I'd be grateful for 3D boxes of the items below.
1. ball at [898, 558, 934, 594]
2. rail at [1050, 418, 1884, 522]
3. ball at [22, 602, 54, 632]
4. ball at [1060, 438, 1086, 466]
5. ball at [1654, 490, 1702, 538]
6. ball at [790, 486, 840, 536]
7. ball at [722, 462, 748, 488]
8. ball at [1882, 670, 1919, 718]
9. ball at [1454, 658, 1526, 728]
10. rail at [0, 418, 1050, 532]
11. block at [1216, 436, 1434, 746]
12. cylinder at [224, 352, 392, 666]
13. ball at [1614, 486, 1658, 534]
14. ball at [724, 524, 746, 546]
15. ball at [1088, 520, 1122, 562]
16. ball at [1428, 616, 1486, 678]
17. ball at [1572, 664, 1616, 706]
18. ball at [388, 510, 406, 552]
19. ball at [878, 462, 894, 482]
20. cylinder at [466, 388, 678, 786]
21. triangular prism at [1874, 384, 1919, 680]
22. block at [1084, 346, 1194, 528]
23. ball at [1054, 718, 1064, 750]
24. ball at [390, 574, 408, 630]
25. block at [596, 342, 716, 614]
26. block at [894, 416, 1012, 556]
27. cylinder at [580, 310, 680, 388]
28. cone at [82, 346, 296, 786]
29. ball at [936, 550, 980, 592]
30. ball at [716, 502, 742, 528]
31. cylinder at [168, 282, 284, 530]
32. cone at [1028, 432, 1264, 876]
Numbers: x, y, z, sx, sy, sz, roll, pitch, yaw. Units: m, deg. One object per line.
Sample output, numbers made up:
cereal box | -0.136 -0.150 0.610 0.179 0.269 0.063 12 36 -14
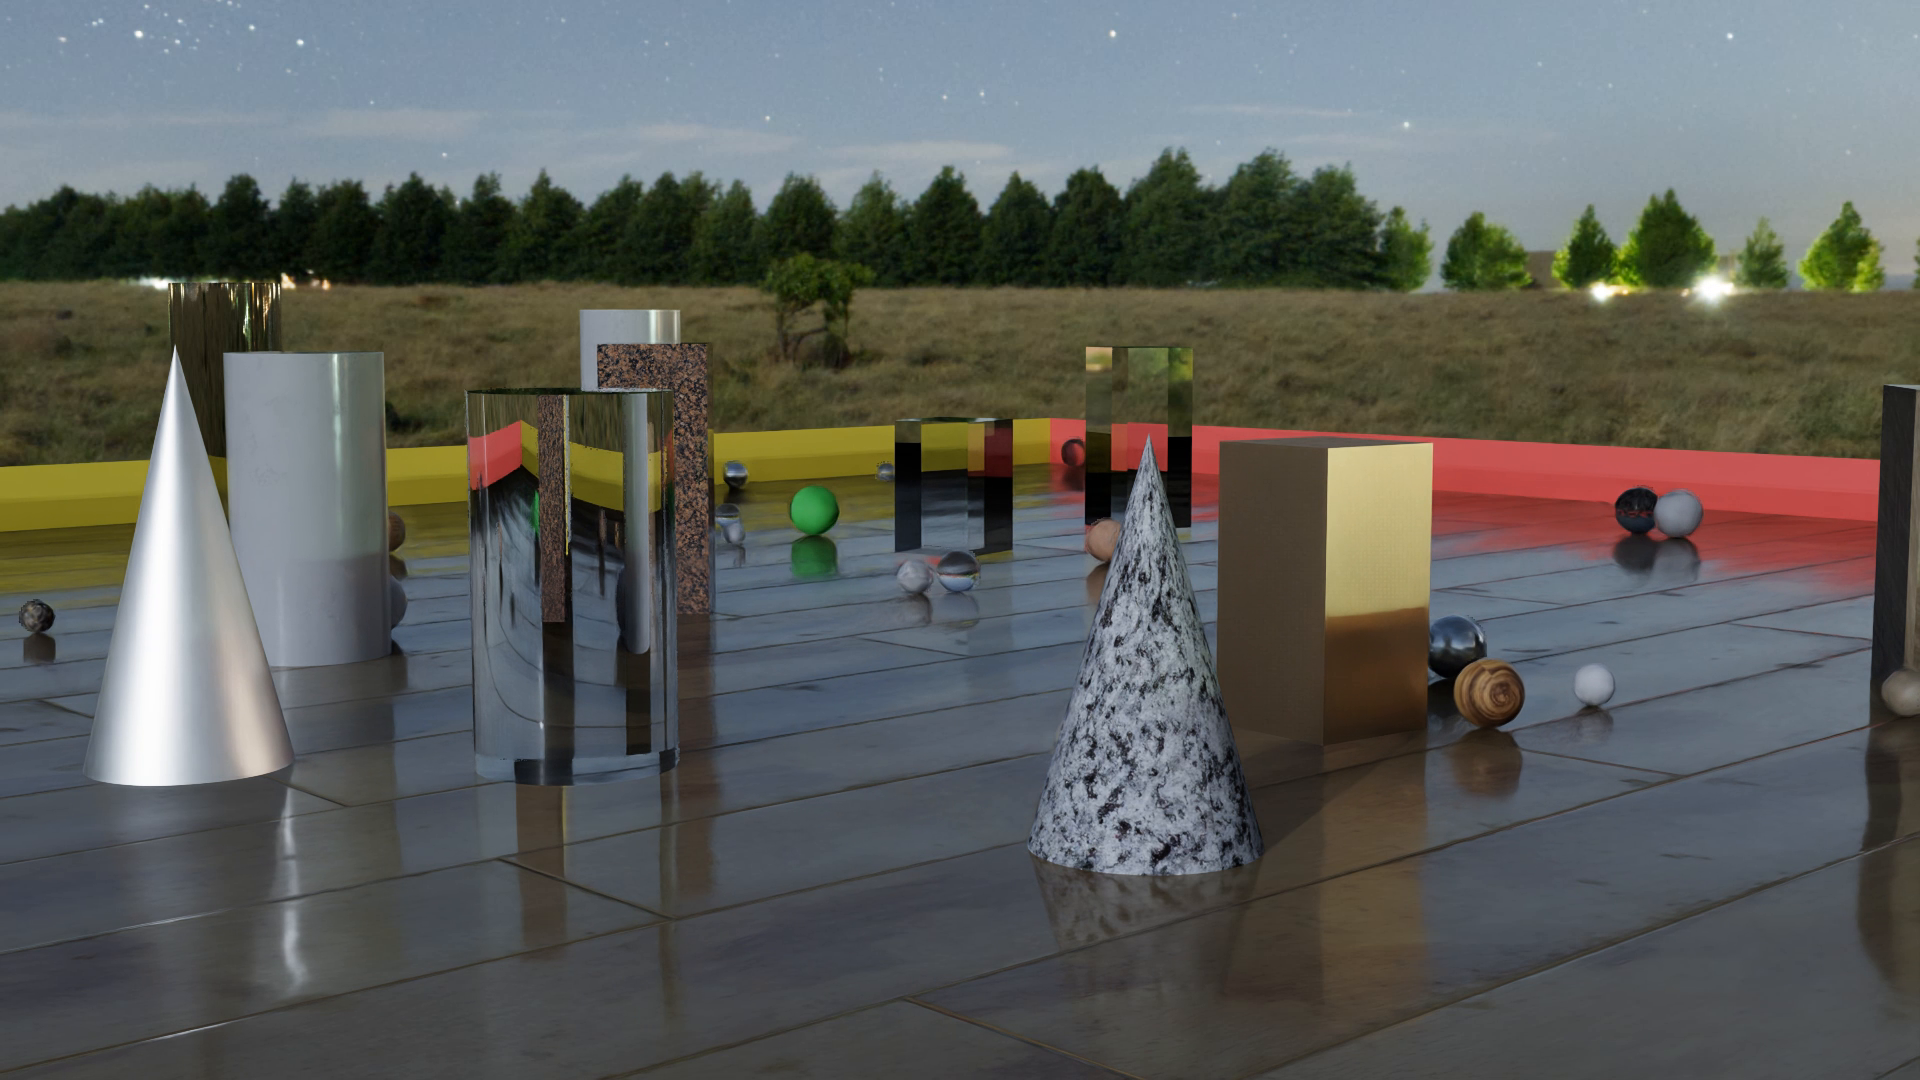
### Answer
ball | -0.069 0.057 3.463 0.056 0.056 0.056 0 6 0
rail | 1.695 -0.129 4.887 0.045 0.129 4.268 -5 8 -42
ball | -1.279 0.107 3.052 0.042 0.042 0.042 0 6 0
ball | 0.328 -0.249 6.279 0.081 0.081 0.081 0 6 0
ball | 1.413 -0.051 4.327 0.093 0.093 0.093 0 6 0
ball | -0.289 -0.059 4.371 0.099 0.099 0.099 0 6 0
ball | -0.565 -0.163 5.538 0.065 0.065 0.065 0 6 0
ball | 1.041 0.168 2.416 0.052 0.052 0.052 0 6 0
ball | 0.566 0.164 2.351 0.075 0.075 0.075 0 6 0
rail | -1.431 -0.127 4.874 4.660 0.129 0.045 -5 8 -42
block | 0.388 0.048 2.352 0.158 0.306 0.158 -4 7 -37
cylinder | -0.840 -0.046 2.837 0.198 0.391 0.198 0 6 0
ball | 1.359 -0.060 4.404 0.093 0.093 0.093 0 6 0
ball | -0.429 -0.011 4.188 0.042 0.042 0.042 0 6 0
ball | 0.264 0.003 3.892 0.076 0.076 0.076 0 6 0
ball | 0.599 0.130 2.668 0.077 0.077 0.077 0 6 0
ball | 0.716 0.164 2.482 0.047 0.047 0.047 0 6 0
ball | -1.061 -0.016 4.045 0.081 0.081 0.081 0 6 0
ball | -0.191 -0.176 5.726 0.051 0.051 0.051 0 6 0
cylinder | -0.377 0.038 2.147 0.198 0.367 0.198 0 6 0
triangular prism | 1.150 -0.005 2.620 0.171 0.355 0.149 -2 6 -19
block | 0.369 -0.213 4.543 0.158 0.370 0.158 -3 7 -29
ball | 0.129 0.191 2.059 0.082 0.082 0.082 0 6 0
ball | -0.806 0.086 3.023 0.090 0.090 0.090 0 6 0
block | -0.453 -0.096 3.297 0.158 0.396 0.158 0 6 -3
block | -0.011 -0.101 4.072 0.158 0.244 0.158 4 7 32
cylinder | -0.652 -0.233 4.369 0.198 0.446 0.198 0 6 0
cone | -0.758 0.016 2.145 0.198 0.412 0.198 0 6 0
ball | -0.003 0.050 3.480 0.067 0.067 0.067 0 6 0
ball | -0.475 -0.050 4.505 0.053 0.053 0.053 0 6 0
cylinder | -1.348 -0.225 4.060 0.198 0.494 0.198 0 6 0
cone | 0.155 0.084 1.820 0.198 0.345 0.198 0 6 0
